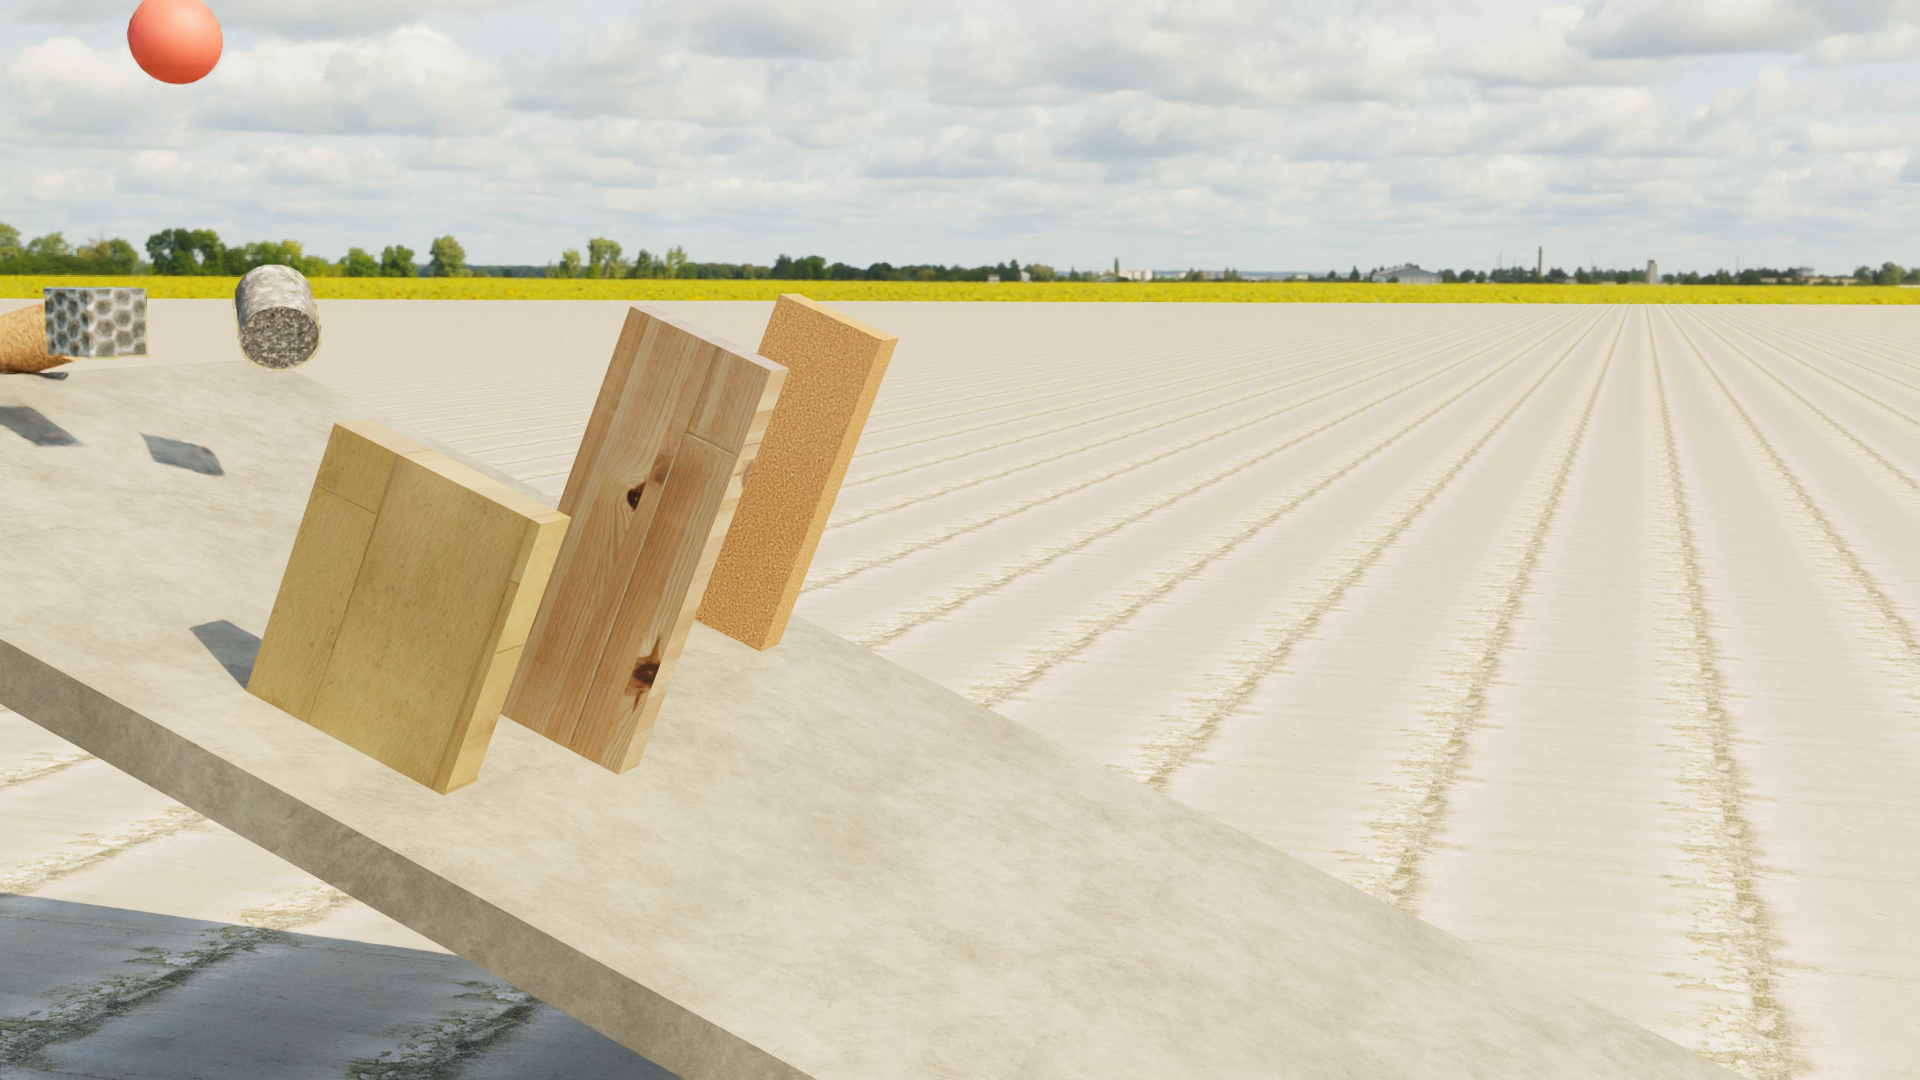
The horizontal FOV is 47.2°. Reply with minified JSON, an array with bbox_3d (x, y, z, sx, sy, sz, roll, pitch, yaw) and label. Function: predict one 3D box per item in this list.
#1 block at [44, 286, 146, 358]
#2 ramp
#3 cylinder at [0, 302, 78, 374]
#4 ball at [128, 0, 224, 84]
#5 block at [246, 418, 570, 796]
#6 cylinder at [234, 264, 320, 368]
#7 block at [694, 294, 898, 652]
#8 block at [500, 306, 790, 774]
[{"bbox_3d":[-1.687,-0.427,4.290,0.130,0.130,0.130,6,10,31],"label":"block"},{"bbox_3d":[-0.299,0.527,4.190,4.000,0.100,2.000,25,13,13],"label":"ramp"},{"bbox_3d":[-2.005,-0.434,4.762,0.140,0.140,0.140,-16,6,5],"label":"cylinder"},{"bbox_3d":[-1.609,-1.028,4.509,0.185,0.185,0.185,0,7,0],"label":"ball"},{"bbox_3d":[-0.903,0.107,3.584,0.395,0.485,0.101,25,13,13],"label":"block"},{"bbox_3d":[-1.372,-0.449,4.416,0.151,0.151,0.151,-3,41,-21],"label":"cylinder"},{"bbox_3d":[-0.400,-0.149,4.864,0.254,0.747,0.111,25,13,13],"label":"block"},{"bbox_3d":[-0.575,0.002,3.887,0.282,0.780,0.083,25,13,13],"label":"block"}]
